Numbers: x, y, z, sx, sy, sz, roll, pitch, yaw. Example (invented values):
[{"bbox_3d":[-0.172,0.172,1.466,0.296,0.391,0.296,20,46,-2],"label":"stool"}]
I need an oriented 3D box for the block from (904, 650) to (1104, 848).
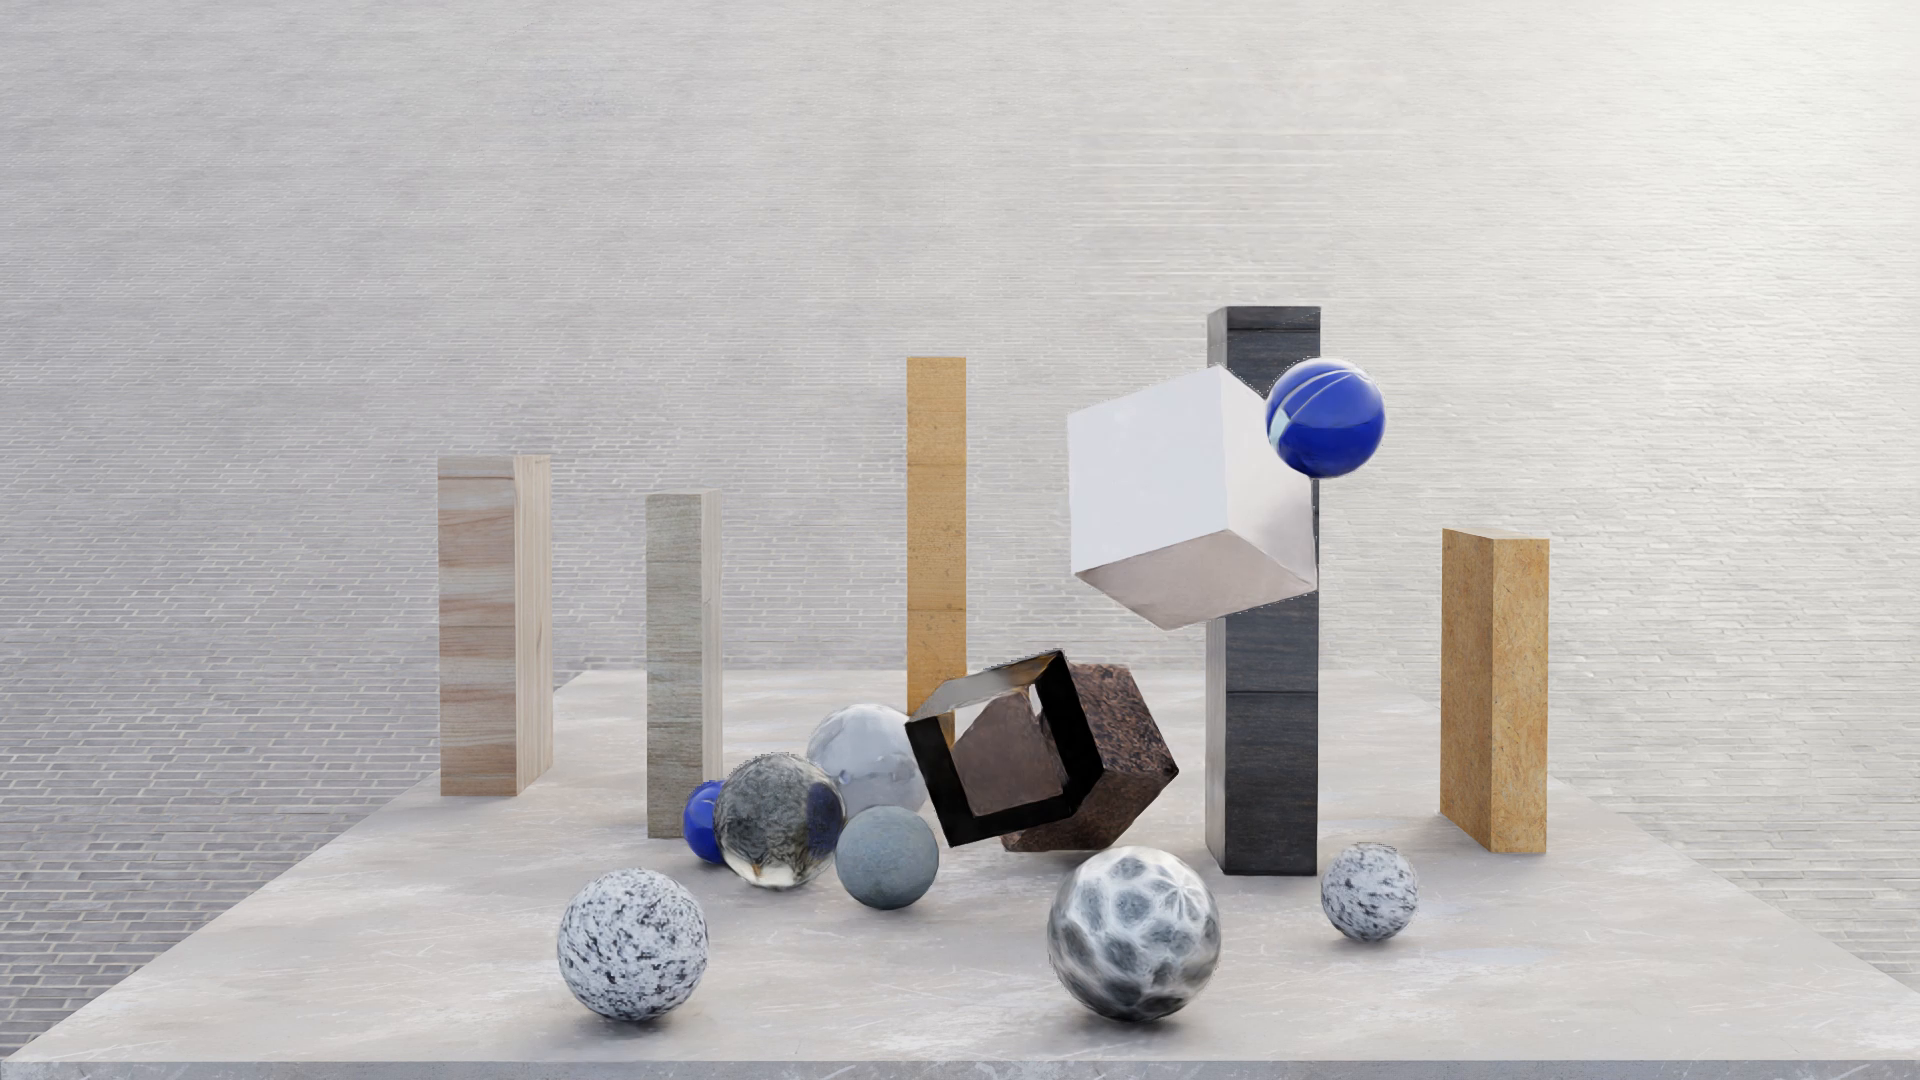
[{"bbox_3d":[0.059,0.268,3.322,0.172,0.172,0.172,-17,9,21],"label":"block"}]

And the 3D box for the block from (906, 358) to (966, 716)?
[{"bbox_3d":[-0.040,0.052,4.527,0.101,0.740,0.242,0,3,0],"label":"block"}]

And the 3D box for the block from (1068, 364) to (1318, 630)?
[{"bbox_3d":[0.261,-0.043,2.898,0.199,0.199,0.199,-17,-30,32],"label":"block"}]

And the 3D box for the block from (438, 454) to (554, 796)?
[{"bbox_3d":[-0.812,0.138,4.522,0.128,0.571,0.393,0,3,0],"label":"block"}]

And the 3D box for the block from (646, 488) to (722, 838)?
[{"bbox_3d":[-0.431,0.184,4.048,0.084,0.521,0.334,0,3,0],"label":"block"}]

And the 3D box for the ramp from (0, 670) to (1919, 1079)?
[{"bbox_3d":[0.052,0.472,4.536,2.000,0.100,4.000,0,3,0],"label":"ramp"}]

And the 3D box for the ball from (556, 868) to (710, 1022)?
[{"bbox_3d":[-0.343,0.426,2.705,0.160,0.160,0.160,0,23,0],"label":"ball"}]

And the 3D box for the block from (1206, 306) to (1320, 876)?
[{"bbox_3d":[0.432,0.066,3.696,0.129,0.788,0.282,0,3,0],"label":"block"}]

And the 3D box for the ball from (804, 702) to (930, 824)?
[{"bbox_3d":[-0.138,0.349,3.936,0.201,0.201,0.201,0,23,0],"label":"ball"}]

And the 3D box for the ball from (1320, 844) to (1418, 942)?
[{"bbox_3d":[0.496,0.428,3.118,0.118,0.118,0.118,0,23,0],"label":"ball"}]

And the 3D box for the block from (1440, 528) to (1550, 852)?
[{"bbox_3d":[0.817,0.219,3.950,0.081,0.459,0.397,0,3,0],"label":"block"}]

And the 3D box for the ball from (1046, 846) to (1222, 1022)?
[{"bbox_3d":[0.183,0.414,2.704,0.183,0.183,0.183,0,23,0],"label":"ball"}]

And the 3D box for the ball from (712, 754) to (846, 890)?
[{"bbox_3d":[-0.243,0.380,3.471,0.181,0.181,0.181,0,23,0],"label":"ball"}]

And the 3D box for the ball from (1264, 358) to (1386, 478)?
[{"bbox_3d":[0.391,-0.131,2.756,0.130,0.130,0.130,0,23,0],"label":"ball"}]

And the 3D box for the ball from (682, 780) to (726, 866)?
[{"bbox_3d":[-0.335,0.403,3.662,0.119,0.119,0.119,0,23,0],"label":"ball"}]

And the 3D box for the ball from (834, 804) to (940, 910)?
[{"bbox_3d":[-0.094,0.410,3.324,0.135,0.135,0.135,0,23,0],"label":"ball"}]

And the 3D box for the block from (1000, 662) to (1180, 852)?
[{"bbox_3d":[0.155,0.315,3.728,0.194,0.194,0.194,3,48,-38],"label":"block"}]
